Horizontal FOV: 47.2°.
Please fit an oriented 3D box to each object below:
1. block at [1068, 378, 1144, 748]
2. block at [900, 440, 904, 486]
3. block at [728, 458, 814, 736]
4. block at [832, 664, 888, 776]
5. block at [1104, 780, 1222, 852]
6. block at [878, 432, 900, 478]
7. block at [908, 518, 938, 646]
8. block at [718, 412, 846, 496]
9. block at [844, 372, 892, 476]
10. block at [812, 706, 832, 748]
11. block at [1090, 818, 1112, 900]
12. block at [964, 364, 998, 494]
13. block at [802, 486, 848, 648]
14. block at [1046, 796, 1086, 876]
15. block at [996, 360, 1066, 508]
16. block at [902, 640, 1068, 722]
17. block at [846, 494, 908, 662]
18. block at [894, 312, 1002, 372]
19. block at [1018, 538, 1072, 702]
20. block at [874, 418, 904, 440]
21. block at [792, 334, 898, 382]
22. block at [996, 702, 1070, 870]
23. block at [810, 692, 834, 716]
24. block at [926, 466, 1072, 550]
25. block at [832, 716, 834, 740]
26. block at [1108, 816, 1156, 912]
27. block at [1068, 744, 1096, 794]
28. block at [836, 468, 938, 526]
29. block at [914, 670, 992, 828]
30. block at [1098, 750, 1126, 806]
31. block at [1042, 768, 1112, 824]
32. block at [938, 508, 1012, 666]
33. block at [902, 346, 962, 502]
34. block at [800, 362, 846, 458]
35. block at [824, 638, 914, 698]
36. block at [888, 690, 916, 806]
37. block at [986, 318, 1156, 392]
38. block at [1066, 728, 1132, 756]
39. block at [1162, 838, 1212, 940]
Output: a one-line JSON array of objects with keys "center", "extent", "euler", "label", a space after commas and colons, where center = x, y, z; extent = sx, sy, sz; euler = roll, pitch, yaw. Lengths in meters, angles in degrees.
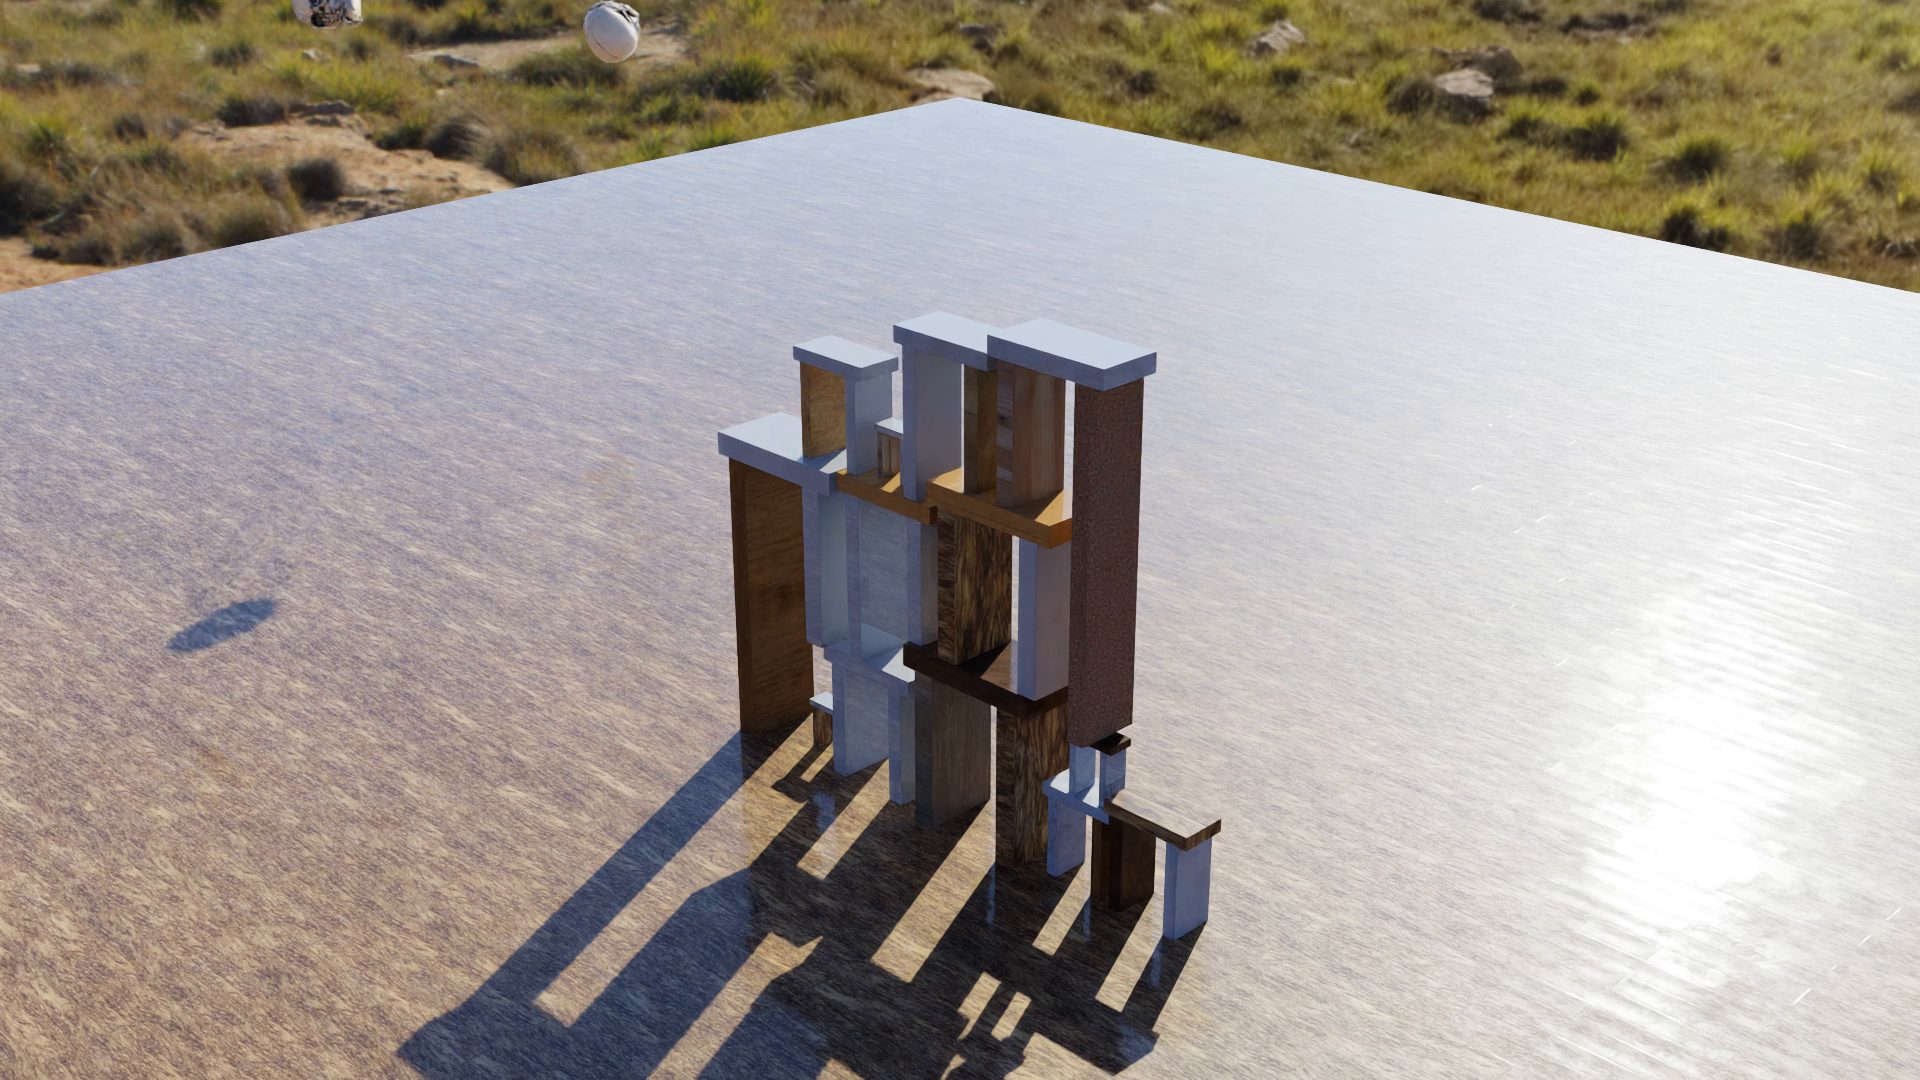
[{"center": [0.261, 0.037, 3.958], "extent": [0.039, 0.700, 0.139], "euler": [21, 31, 41], "label": "block"}, {"center": [-0.095, -0.155, 4.259], "extent": [0.013, 0.094, 0.047], "euler": [21, 31, 41], "label": "block"}, {"center": [-0.400, 0.103, 4.708], "extent": [0.049, 0.633, 0.172], "euler": [21, 31, 41], "label": "block"}, {"center": [-0.206, 0.356, 4.598], "extent": [0.036, 0.253, 0.126], "euler": [21, 31, 41], "label": "block"}, {"center": [0.371, 0.505, 4.031], "extent": [0.197, 0.028, 0.099], "euler": [21, 31, 41], "label": "block"}, {"center": [-0.139, -0.173, 4.300], "extent": [0.013, 0.095, 0.047], "euler": [21, 31, 41], "label": "block"}, {"center": [-0.042, 0.064, 4.296], "extent": [0.037, 0.263, 0.131], "euler": [21, 31, 41], "label": "block"}, {"center": [-0.319, -0.179, 4.500], "extent": [0.344, 0.049, 0.172], "euler": [21, 31, 41], "label": "block"}, {"center": [-0.178, -0.235, 4.314], "extent": [0.028, 0.198, 0.099], "euler": [21, 31, 41], "label": "block"}, {"center": [-0.293, 0.392, 4.714], "extent": [0.014, 0.095, 0.048], "euler": [21, 31, 41], "label": "block"}, {"center": [0.285, 0.587, 4.161], "extent": [0.024, 0.168, 0.084], "euler": [21, 31, 41], "label": "block"}, {"center": [0.062, -0.218, 4.060], "extent": [0.035, 0.244, 0.122], "euler": [21, 31, 41], "label": "block"}, {"center": [-0.238, 0.034, 4.502], "extent": [0.172, 0.344, 0.049], "euler": [-21, 31, -41], "label": "block"}, {"center": [0.206, 0.556, 4.234], "extent": [0.024, 0.168, 0.084], "euler": [21, 31, 41], "label": "block"}, {"center": [0.130, -0.209, 3.996], "extent": [0.039, 0.277, 0.139], "euler": [21, 31, 41], "label": "block"}, {"center": [0.066, 0.248, 4.259], "extent": [0.335, 0.047, 0.167], "euler": [21, 31, 41], "label": "block"}, {"center": [-0.166, 0.058, 4.428], "extent": [0.131, 0.356, 0.037], "euler": [-21, 31, -41], "label": "block"}, {"center": [0.005, -0.368, 4.058], "extent": [0.244, 0.035, 0.122], "euler": [21, 31, 41], "label": "block"}, {"center": [0.178, 0.126, 4.082], "extent": [0.045, 0.316, 0.158], "euler": [21, 31, 41], "label": "block"}, {"center": [-0.117, -0.214, 4.259], "extent": [0.094, 0.013, 0.047], "euler": [21, 31, 41], "label": "block"}, {"center": [-0.225, -0.357, 4.313], "extent": [0.099, 0.028, 0.198], "euler": [-21, 31, -41], "label": "block"}, {"center": [0.145, 0.454, 4.261], "extent": [0.047, 0.335, 0.167], "euler": [21, 31, 41], "label": "block"}, {"center": [-0.270, 0.351, 4.672], "extent": [0.095, 0.014, 0.048], "euler": [21, 31, 41], "label": "block"}, {"center": [0.104, -0.070, 4.080], "extent": [0.316, 0.045, 0.158], "euler": [21, 31, 41], "label": "block"}, {"center": [-0.248, 0.410, 4.673], "extent": [0.014, 0.095, 0.048], "euler": [21, 31, 41], "label": "block"}, {"center": [0.324, 0.590, 4.118], "extent": [0.028, 0.197, 0.099], "euler": [21, 31, 41], "label": "block"}, {"center": [0.231, 0.416, 4.145], "extent": [0.016, 0.112, 0.056], "euler": [21, 31, 41], "label": "block"}, {"center": [-0.104, -0.099, 4.294], "extent": [0.263, 0.037, 0.131], "euler": [21, 31, 41], "label": "block"}, {"center": [-0.013, 0.393, 4.406], "extent": [0.047, 0.335, 0.167], "euler": [21, 31, 41], "label": "block"}, {"center": [0.284, 0.437, 4.096], "extent": [0.016, 0.113, 0.056], "euler": [21, 31, 41], "label": "block"}, {"center": [0.246, 0.483, 4.160], "extent": [0.168, 0.024, 0.084], "euler": [21, 31, 41], "label": "block"}, {"center": [0.029, 0.067, 4.219], "extent": [0.045, 0.316, 0.158], "euler": [21, 31, 41], "label": "block"}, {"center": [-0.052, -0.235, 4.177], "extent": [0.035, 0.305, 0.122], "euler": [21, 31, 41], "label": "block"}, {"center": [-0.271, -0.271, 4.401], "extent": [0.028, 0.199, 0.099], "euler": [21, 31, 41], "label": "block"}, {"center": [-0.147, 0.246, 4.487], "extent": [0.126, 0.036, 0.253], "euler": [-21, 31, -41], "label": "block"}, {"center": [-0.087, 0.403, 4.488], "extent": [0.036, 0.253, 0.126], "euler": [21, 31, 41], "label": "block"}, {"center": [0.195, -0.329, 3.874], "extent": [0.277, 0.039, 0.139], "euler": [21, 31, 41], "label": "block"}, {"center": [0.258, 0.367, 4.095], "extent": [0.113, 0.016, 0.056], "euler": [21, 31, 41], "label": "block"}, {"center": [0.417, 0.626, 4.032], "extent": [0.028, 0.197, 0.099], "euler": [21, 31, 41], "label": "block"}]
